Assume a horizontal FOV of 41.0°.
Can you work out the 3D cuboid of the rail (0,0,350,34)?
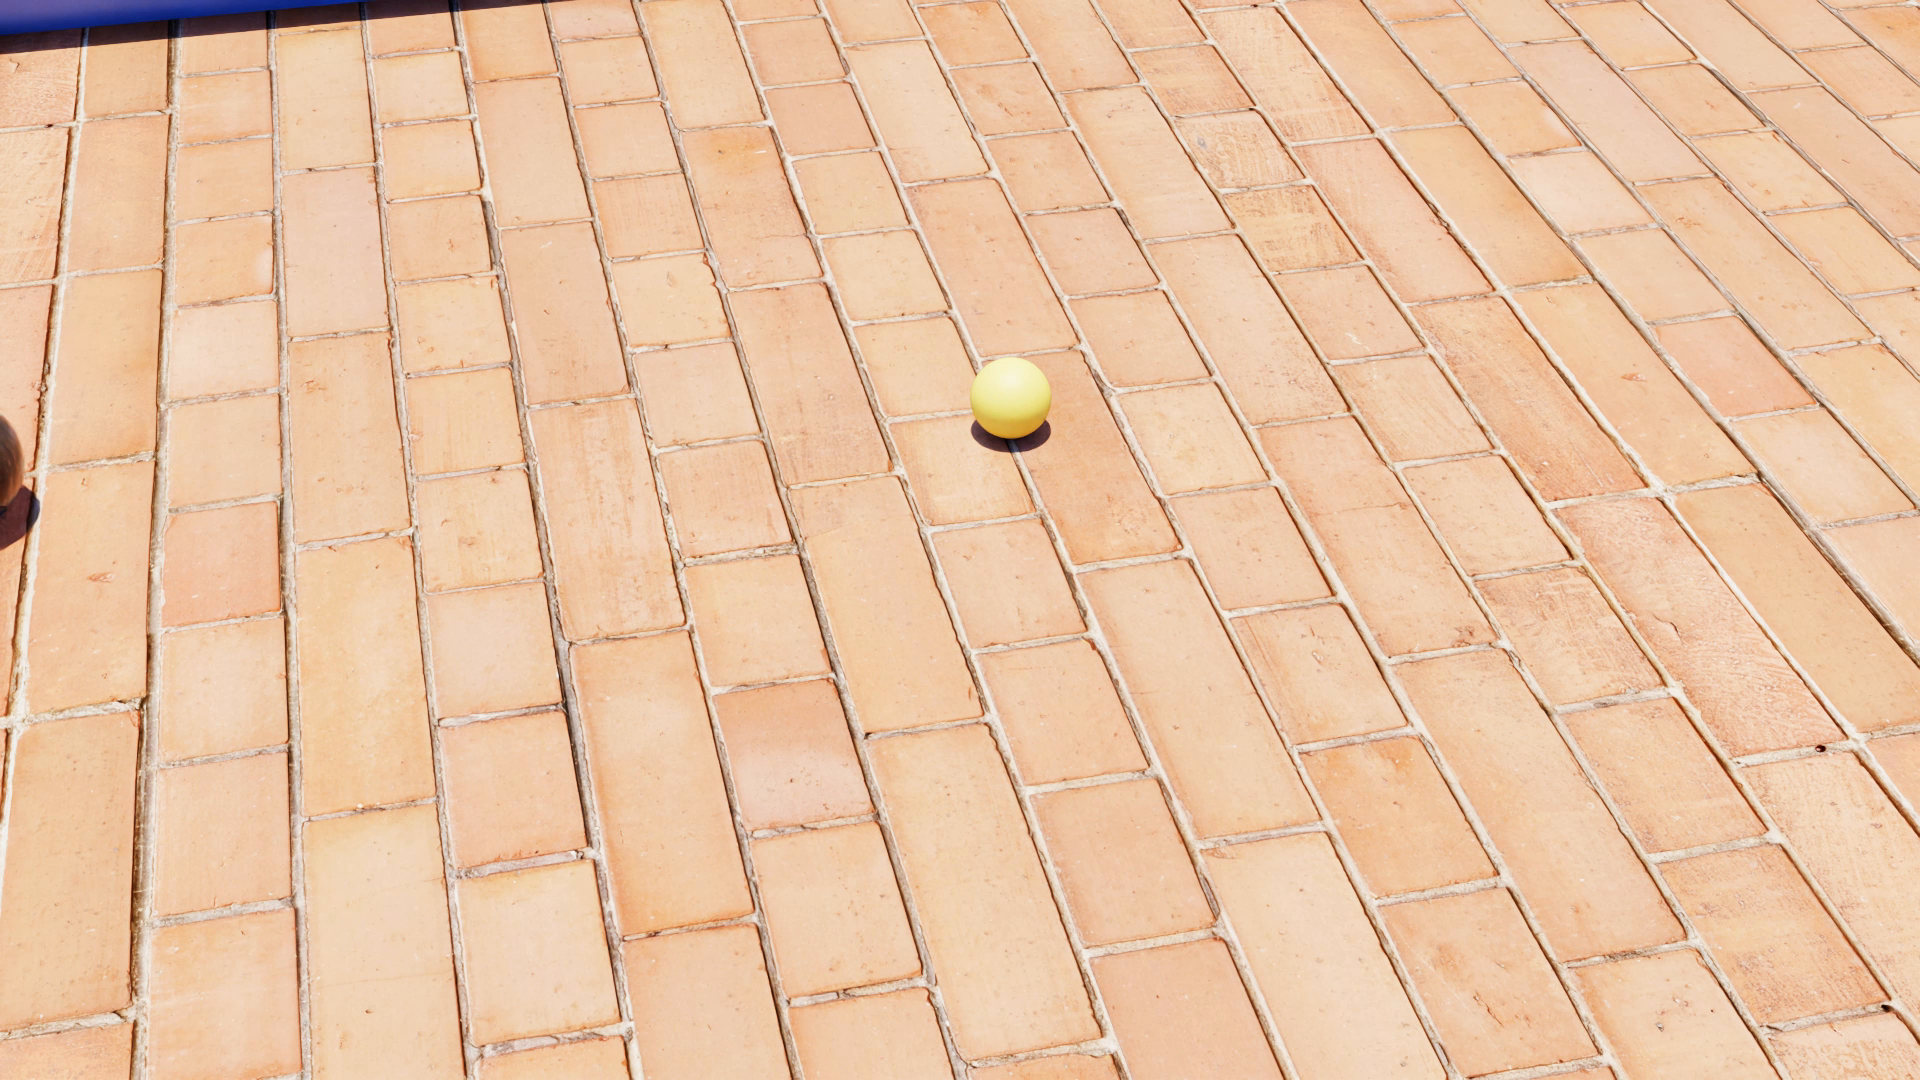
[{"bbox_3d":[0.593,-0.653,2.370,3.271,0.120,0.045,-8,37,-10],"label":"rail"}]

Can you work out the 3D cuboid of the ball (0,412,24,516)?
[{"bbox_3d":[-0.621,-0.047,1.571,0.089,0.089,0.089,0,36,0],"label":"ball"}]

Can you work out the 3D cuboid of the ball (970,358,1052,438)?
[{"bbox_3d":[0.033,-0.092,1.664,0.053,0.053,0.053,0,36,0],"label":"ball"}]
